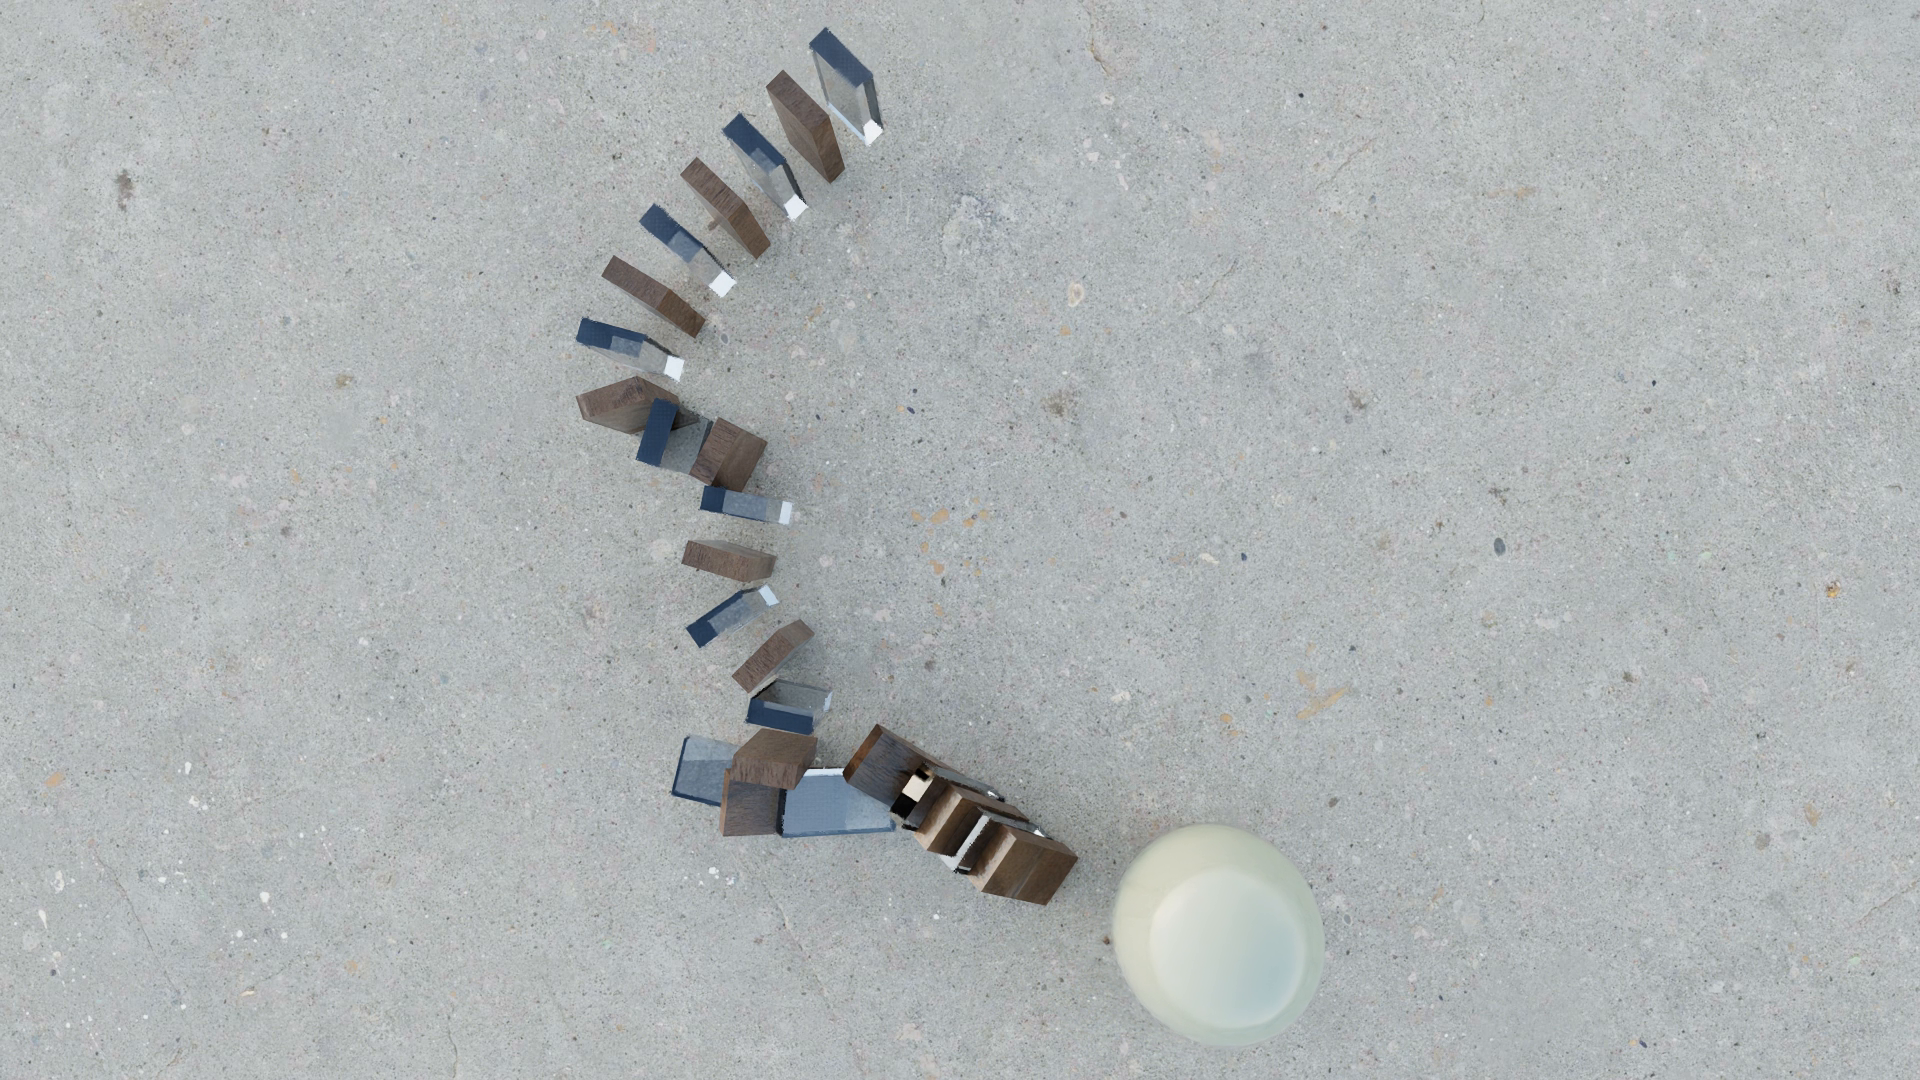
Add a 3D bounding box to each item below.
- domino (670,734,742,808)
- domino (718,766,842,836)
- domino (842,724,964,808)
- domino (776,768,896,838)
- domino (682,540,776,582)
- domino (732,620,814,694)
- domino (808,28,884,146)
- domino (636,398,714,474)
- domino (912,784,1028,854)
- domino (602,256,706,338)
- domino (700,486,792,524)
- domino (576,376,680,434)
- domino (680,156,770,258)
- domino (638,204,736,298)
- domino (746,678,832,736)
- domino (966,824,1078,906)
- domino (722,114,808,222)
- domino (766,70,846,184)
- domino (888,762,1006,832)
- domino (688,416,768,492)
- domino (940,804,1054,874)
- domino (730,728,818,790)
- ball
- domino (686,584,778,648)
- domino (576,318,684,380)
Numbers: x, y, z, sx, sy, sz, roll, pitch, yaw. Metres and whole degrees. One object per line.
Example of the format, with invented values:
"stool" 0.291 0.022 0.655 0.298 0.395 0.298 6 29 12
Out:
"domino" -0.096 0.103 0.395 0.050 0.009 0.025 14 90 0
"domino" -0.074 0.109 0.384 0.050 0.009 0.025 6 93 -26
"domino" -0.022 0.101 0.385 0.050 0.010 0.025 36 88 -24
"domino" -0.050 0.110 0.384 0.050 0.009 0.025 6 90 -28
"domino" -0.093 0.008 0.375 0.025 0.050 0.010 17 90 0
"domino" -0.075 0.047 0.375 0.025 0.050 0.010 -45 90 0
"domino" -0.046 -0.184 0.375 0.010 0.050 0.025 -45 90 0
"domino" -0.116 -0.041 0.375 0.009 0.050 0.025 17 90 0
"domino" 0.006 0.119 0.379 0.010 0.050 0.025 34 90 45
"domino" -0.124 -0.098 0.375 0.025 0.050 0.010 31 90 0
"domino" -0.086 -0.014 0.375 0.025 0.050 0.009 11 90 0
"domino" -0.134 -0.054 0.375 0.025 0.050 0.010 -18 90 0
"domino" -0.095 -0.134 0.375 0.025 0.050 0.010 43 90 0
"domino" -0.110 -0.117 0.375 0.025 0.050 0.010 40 90 0
"domino" -0.069 0.068 0.375 0.025 0.050 0.010 12 90 0
"domino" 0.027 0.135 0.379 0.010 0.050 0.025 34 90 45
"domino" -0.079 -0.151 0.375 0.025 0.050 0.009 45 90 0
"domino" -0.062 -0.168 0.375 0.009 0.050 0.025 -45 90 0
"domino" -0.005 0.110 0.379 0.009 0.050 0.025 34 90 45
"domino" -0.094 -0.034 0.375 0.009 0.050 0.025 28 90 0
"domino" 0.016 0.127 0.379 0.009 0.050 0.025 34 90 45
"domino" -0.075 0.089 0.375 0.025 0.050 0.010 10 90 0
"ball" 0.100 0.154 0.360 0.080 0.080 0.080 0 90 0
"domino" -0.092 0.030 0.375 0.025 0.050 0.010 -34 90 0
"domino" -0.134 -0.077 0.375 0.025 0.050 0.010 15 90 0
